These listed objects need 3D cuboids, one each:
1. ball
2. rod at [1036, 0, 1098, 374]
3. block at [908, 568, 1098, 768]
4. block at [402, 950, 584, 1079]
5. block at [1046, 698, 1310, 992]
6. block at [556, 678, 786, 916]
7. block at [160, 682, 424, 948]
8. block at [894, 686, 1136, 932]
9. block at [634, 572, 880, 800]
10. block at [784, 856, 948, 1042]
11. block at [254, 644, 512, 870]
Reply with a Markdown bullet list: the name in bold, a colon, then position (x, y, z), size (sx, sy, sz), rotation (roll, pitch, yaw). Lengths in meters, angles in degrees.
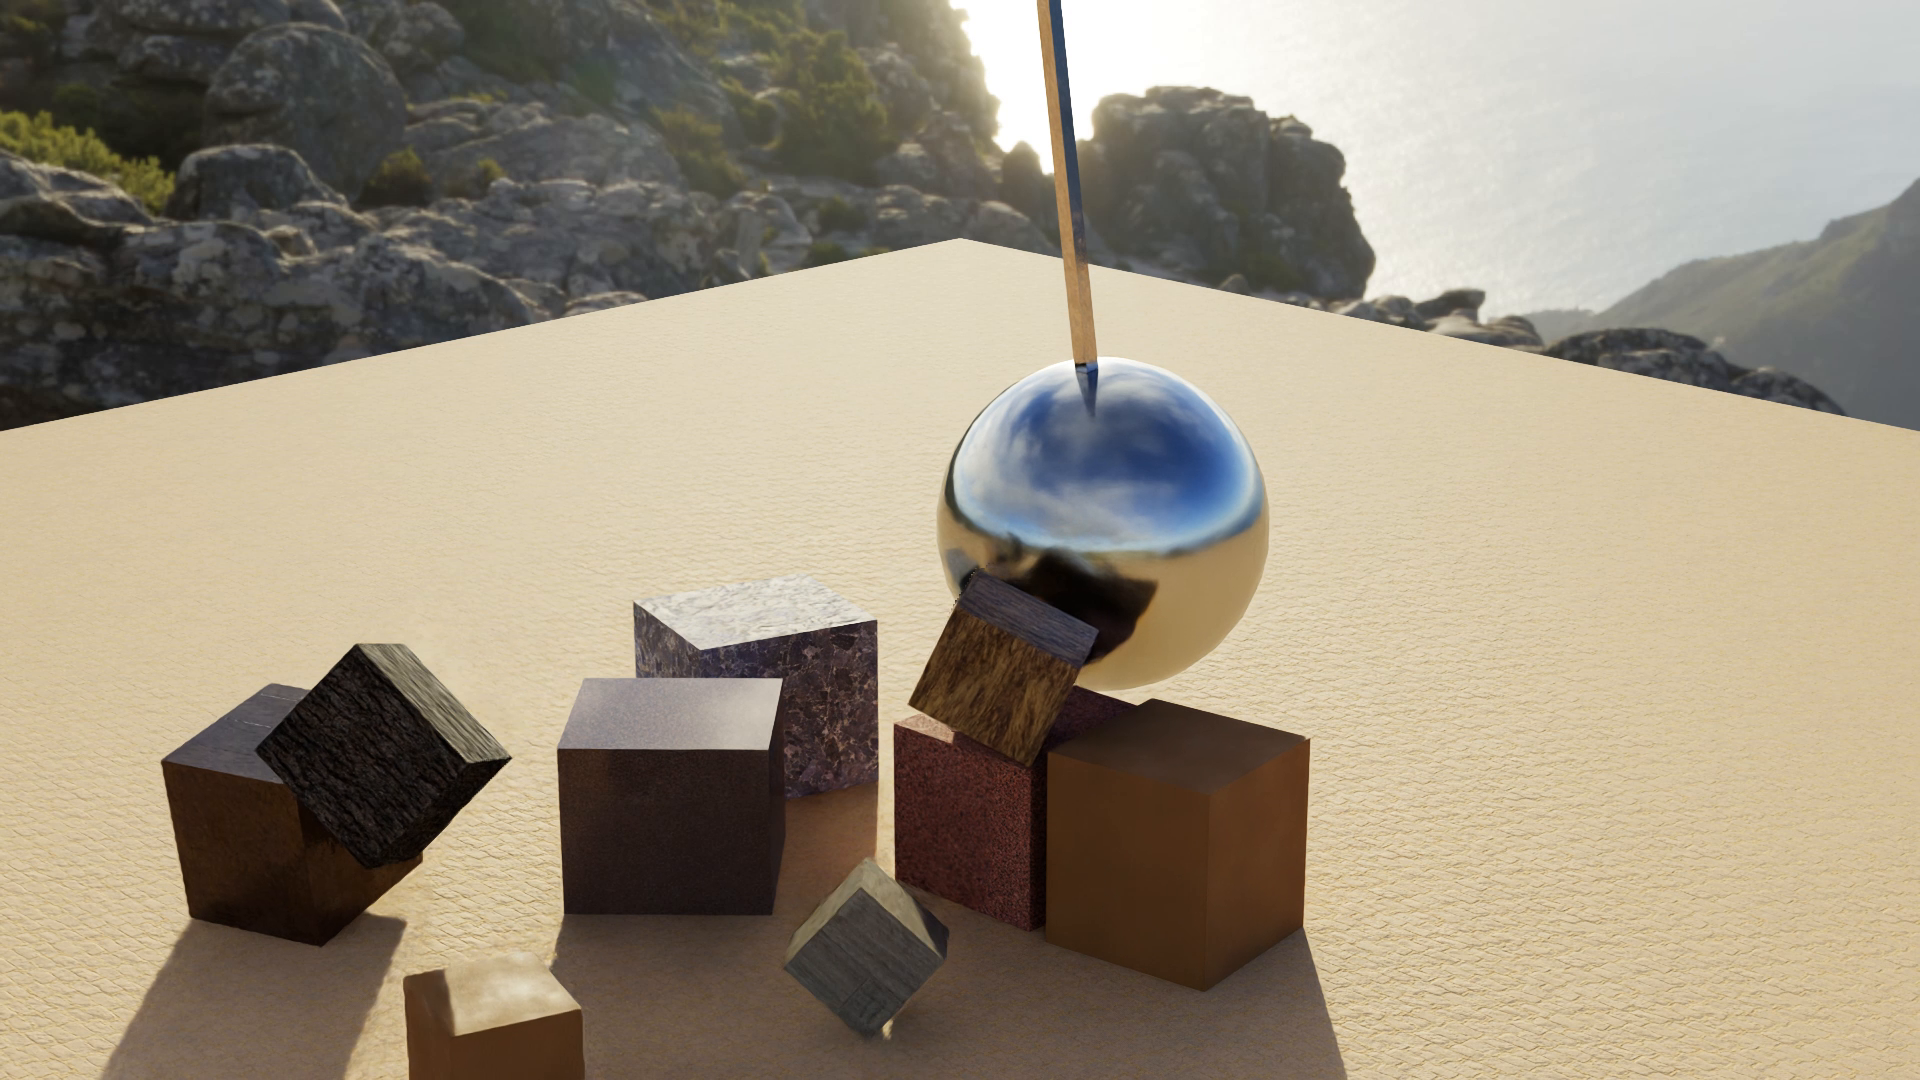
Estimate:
- **ball**: position (0.683, -0.074, 14.035), size (1.600, 1.600, 1.600), rotation (0, 17, 0)
- **rod**: position (0.296, -3.159, 12.659), size (0.080, 5.200, 0.080), rotation (17, 33, 42)
- **block**: position (0.194, 0.557, 12.848), size (0.600, 0.512, 0.527), rotation (27, 20, 2)
- **block**: position (-1.791, 1.963, 11.276), size (0.520, 0.493, 0.572), rotation (-9, 19, -26)
- **block**: position (0.944, 1.302, 12.715), size (0.815, 0.891, 0.816), rotation (13, 21, 35)
- **block**: position (-1.294, 1.155, 13.350), size (0.926, 0.790, 0.897), rotation (0, 17, 1)
- **block**: position (-2.951, 1.207, 13.023), size (0.711, 0.795, 0.777), rotation (8, 27, 24)
- **block**: position (0.325, 1.172, 13.351), size (0.836, 0.759, 0.932), rotation (16, 24, 41)
- **block**: position (-1.013, 0.748, 14.551), size (0.939, 0.848, 0.832), rotation (-9, 20, -27)
- **block**: position (-0.377, 1.659, 11.910), size (0.456, 0.464, 0.407), rotation (42, 9, -6)
- **block**: position (-2.396, 0.892, 12.227), size (0.684, 0.614, 0.582), rotation (45, 5, 8)
